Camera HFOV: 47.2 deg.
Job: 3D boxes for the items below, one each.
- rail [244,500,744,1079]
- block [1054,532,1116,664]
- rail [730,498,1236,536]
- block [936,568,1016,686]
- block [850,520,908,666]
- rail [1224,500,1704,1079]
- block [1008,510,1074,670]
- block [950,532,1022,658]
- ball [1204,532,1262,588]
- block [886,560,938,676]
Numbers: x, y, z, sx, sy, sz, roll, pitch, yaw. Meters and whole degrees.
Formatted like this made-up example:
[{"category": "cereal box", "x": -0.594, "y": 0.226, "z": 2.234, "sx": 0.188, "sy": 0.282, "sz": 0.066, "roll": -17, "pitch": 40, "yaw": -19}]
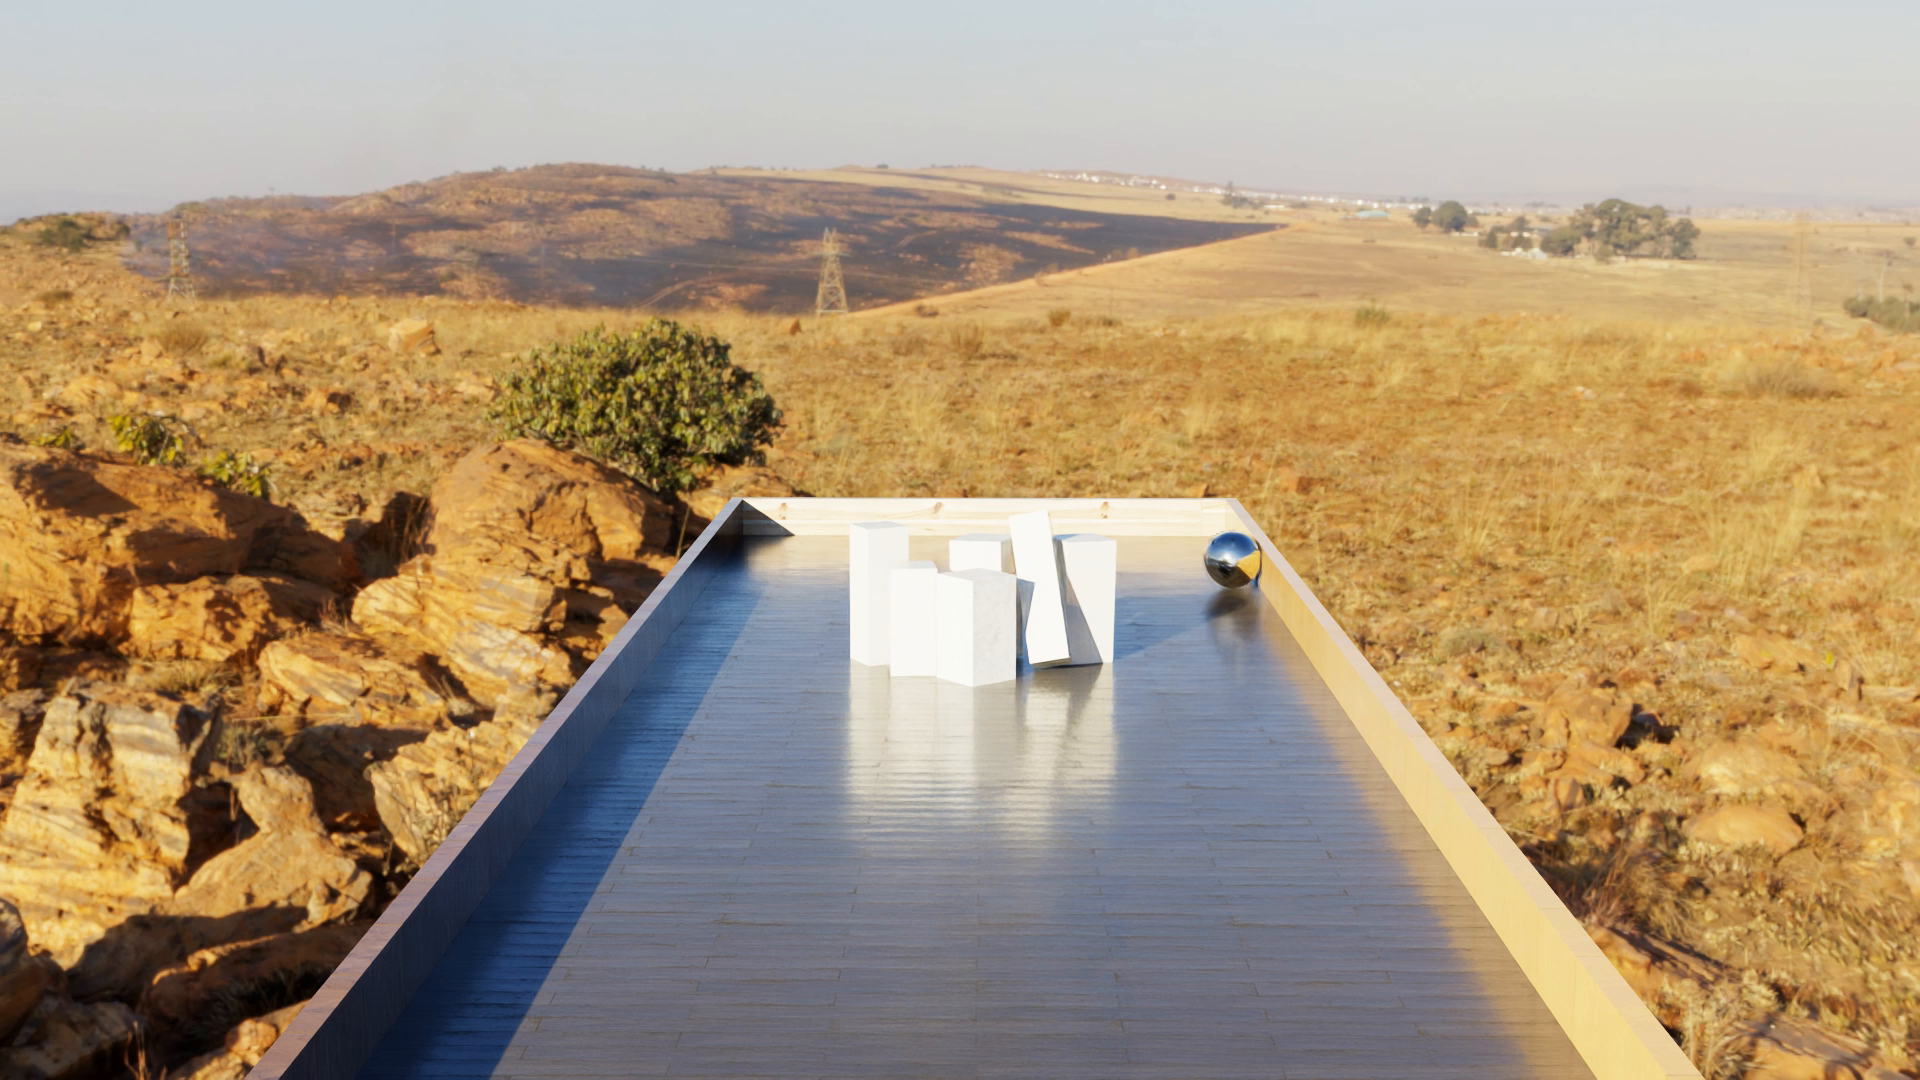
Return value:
[{"category": "rail", "x": -1.004, "y": 0.839, "z": 3.234, "sx": 0.050, "sy": 0.150, "sz": 12.000, "roll": 0, "pitch": 9, "yaw": 1}, {"category": "block", "x": 0.361, "y": 0.177, "z": 6.692, "sx": 0.162, "sy": 0.372, "sz": 0.162, "roll": -2, "pitch": 9, "yaw": -22}, {"category": "rail", "x": 0.099, "y": -0.098, "z": 9.147, "sx": 2.100, "sy": 0.150, "sz": 0.050, "roll": 0, "pitch": 9, "yaw": 1}, {"category": "block", "x": 0.048, "y": 0.253, "z": 6.429, "sx": 0.164, "sy": 0.309, "sz": 0.164, "roll": -7, "pitch": 12, "yaw": -39}, {"category": "block", "x": -0.245, "y": 0.160, "z": 6.669, "sx": 0.134, "sy": 0.416, "sz": 0.134, "roll": -5, "pitch": 10, "yaw": -27}, {"category": "rail", "x": 1.046, "y": 0.843, "z": 3.208, "sx": 0.050, "sy": 0.150, "sz": 12.000, "roll": 0, "pitch": 9, "yaw": 1}, {"category": "block", "x": 0.242, "y": 0.148, "z": 6.557, "sx": 0.117, "sy": 0.450, "sz": 0.117, "roll": -10, "pitch": -13, "yaw": 7}, {"category": "block", "x": 0.081, "y": 0.177, "z": 6.681, "sx": 0.164, "sy": 0.374, "sz": 0.164, "roll": 2, "pitch": 9, "yaw": 22}, {"category": "ball", "x": 0.981, "y": 0.071, "z": 7.912, "sx": 0.204, "sy": 0.204, "sz": 0.204, "roll": 0, "pitch": 9, "yaw": 0}, {"category": "block", "x": -0.143, "y": 0.232, "z": 6.529, "sx": 0.137, "sy": 0.319, "sz": 0.137, "roll": -1, "pitch": 9, "yaw": -6}]
